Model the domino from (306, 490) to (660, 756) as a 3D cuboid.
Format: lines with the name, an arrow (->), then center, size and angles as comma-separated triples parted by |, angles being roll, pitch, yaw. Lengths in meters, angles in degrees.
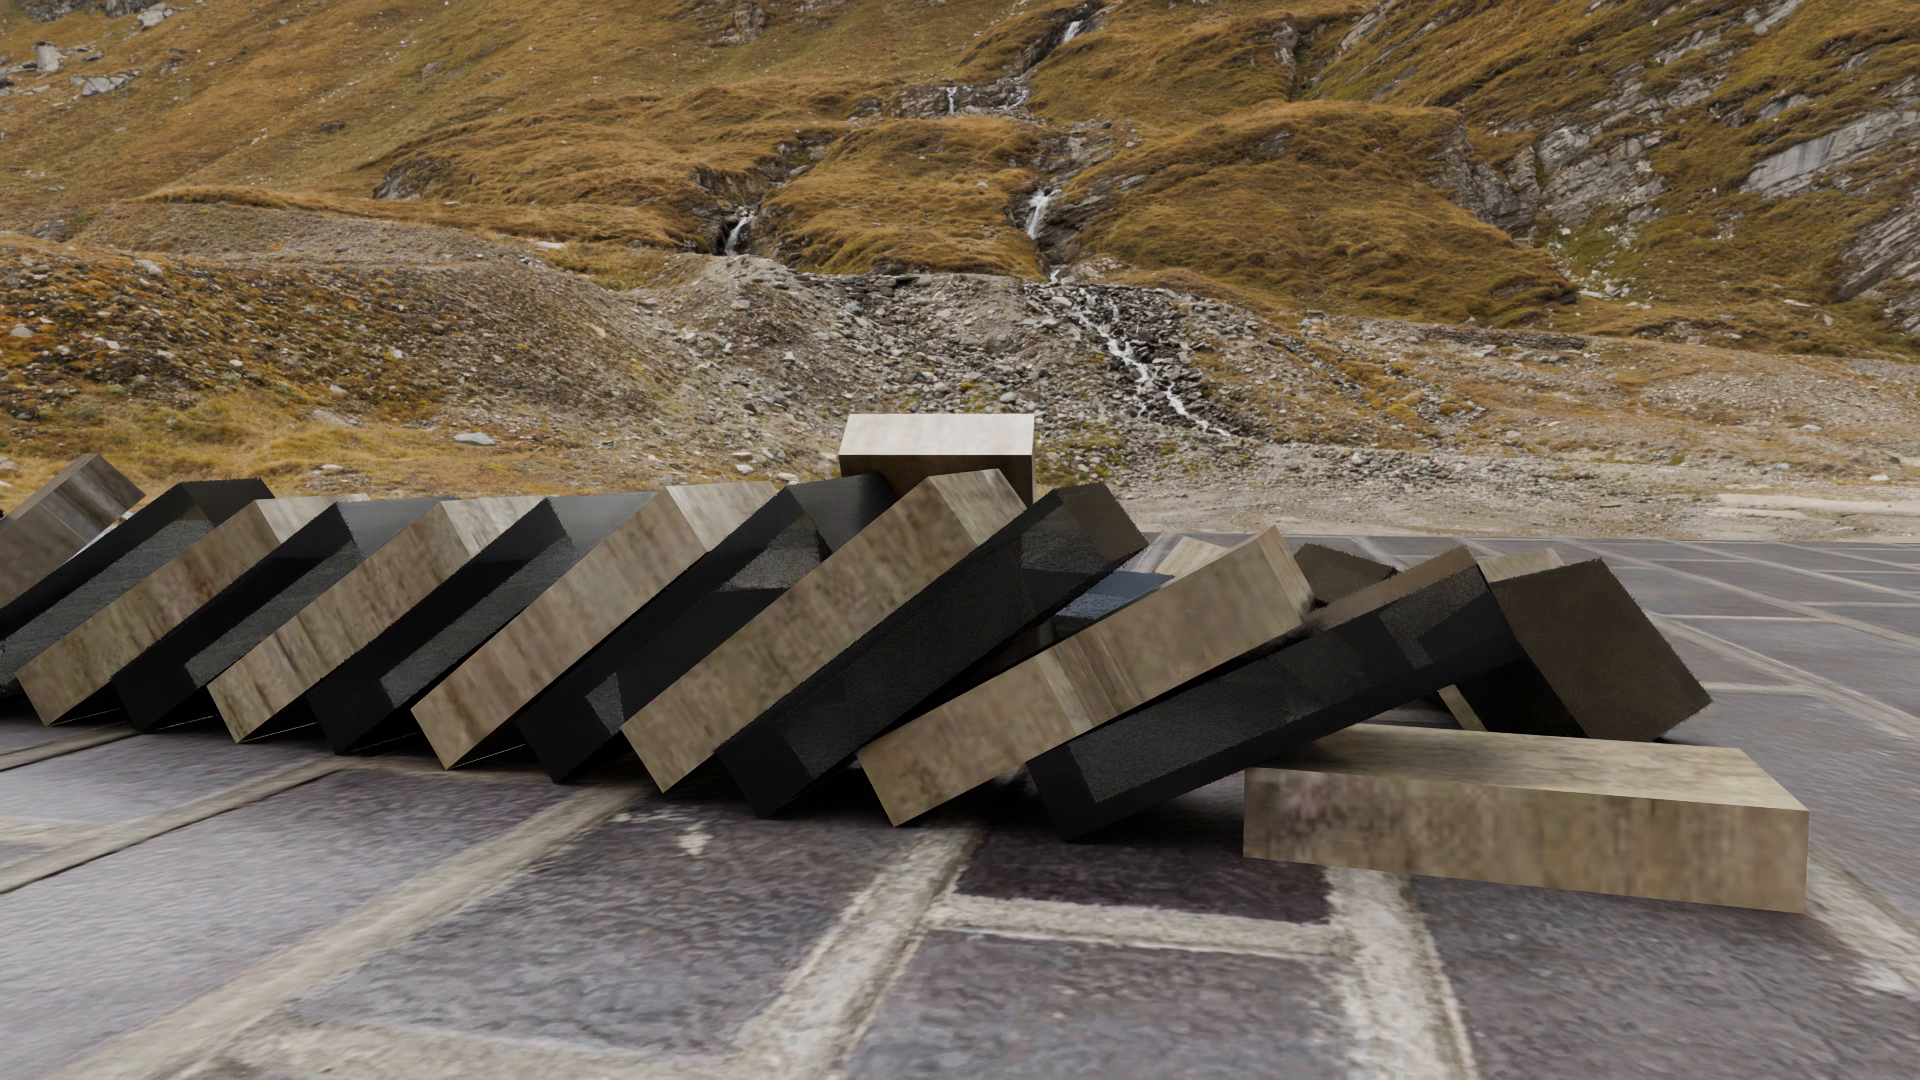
domino -> -0.064, 0.011, 0.179 | 0.050, 0.010, 0.025 | -35, -8, 20

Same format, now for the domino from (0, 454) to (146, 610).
domino -> -0.162, 0.006, 0.214 | 0.025, 0.009, 0.050 | 5, 49, 51

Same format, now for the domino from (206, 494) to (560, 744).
domino -> -0.081, 0.011, 0.187 | 0.050, 0.010, 0.025 | -33, -7, 18

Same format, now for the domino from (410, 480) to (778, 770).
domino -> -0.047, 0.011, 0.172 | 0.050, 0.009, 0.025 | -37, -9, 19

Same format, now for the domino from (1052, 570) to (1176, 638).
domino -> 0.024, 0.014, 0.245 | 0.050, 0.010, 0.025 | 4, -22, 42

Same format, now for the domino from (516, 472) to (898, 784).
domino -> -0.031, 0.011, 0.164 | 0.050, 0.009, 0.025 | -38, -8, 21

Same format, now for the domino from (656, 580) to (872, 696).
domino -> -0.021, 0.016, 0.209 | 0.050, 0.009, 0.025 | -2, -29, -30

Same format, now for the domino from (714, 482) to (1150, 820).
domino -> -0.003, 0.012, 0.151 | 0.050, 0.009, 0.025 | -38, -8, 17

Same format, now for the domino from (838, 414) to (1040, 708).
domino -> -0.001, 0.005, 0.184 | 0.025, 0.050, 0.009 | 0, 39, 6

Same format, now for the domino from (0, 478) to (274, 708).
domino -> -0.137, 0.009, 0.207 | 0.050, 0.010, 0.025 | -35, 5, 0

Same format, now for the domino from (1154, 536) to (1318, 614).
domino -> 0.055, 0.013, 0.242 | 0.025, 0.009, 0.050 | 40, 0, -6

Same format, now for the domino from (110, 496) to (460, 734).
domino -> -0.099, 0.011, 0.193 | 0.050, 0.009, 0.025 | -32, -6, 17

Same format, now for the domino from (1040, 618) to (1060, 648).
domino -> -0.009, 0.013, 0.237 | 0.050, 0.025, 0.010 | 2, 49, 23

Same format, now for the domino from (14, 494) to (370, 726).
domino -> -0.117, 0.010, 0.201 | 0.050, 0.010, 0.025 | -32, -2, 11

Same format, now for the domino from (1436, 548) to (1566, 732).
domino -> 0.084, 0.015, 0.192 | 0.050, 0.025, 0.009 | -5, -32, -48

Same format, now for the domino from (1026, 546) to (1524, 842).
domino -> 0.034, 0.016, 0.141 | 0.050, 0.010, 0.025 | -27, -5, 18

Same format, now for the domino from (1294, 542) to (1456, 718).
domino -> 0.071, 0.014, 0.218 | 0.025, 0.010, 0.050 | 43, 3, -3

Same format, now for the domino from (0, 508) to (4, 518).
domino -> -0.186, 0.008, 0.209 | 0.025, 0.009, 0.050 | -3, 38, 13

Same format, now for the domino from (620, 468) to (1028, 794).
domino -> -0.015, 0.011, 0.157 | 0.050, 0.010, 0.025 | -38, -8, 19

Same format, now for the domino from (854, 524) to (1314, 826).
domino -> 0.015, 0.015, 0.147 | 0.050, 0.009, 0.025 | -30, -5, 18

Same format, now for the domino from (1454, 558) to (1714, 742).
domino -> 0.082, 0.017, 0.171 | 0.050, 0.025, 0.010 | -5, -32, -48

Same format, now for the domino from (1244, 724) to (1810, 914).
domino -> 0.057, 0.028, 0.136 | 0.050, 0.009, 0.025 | 1, 5, 19
